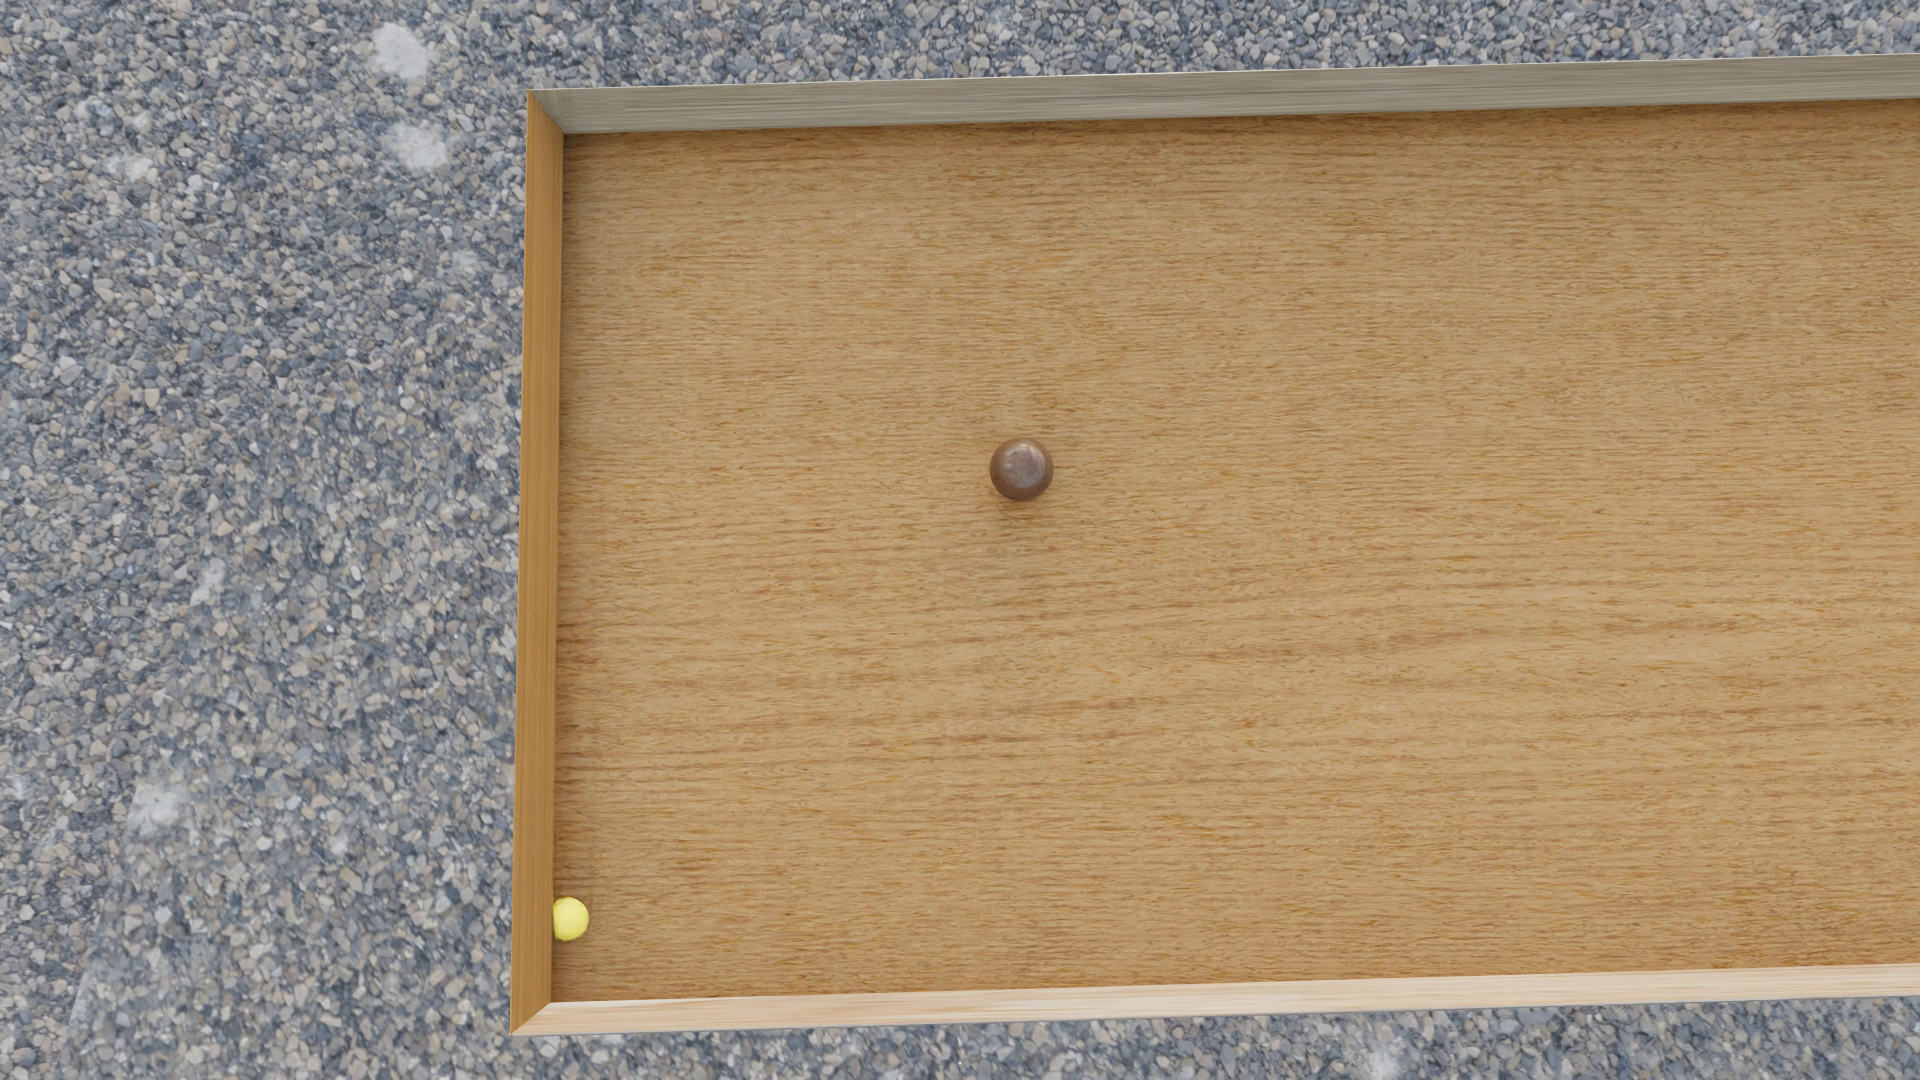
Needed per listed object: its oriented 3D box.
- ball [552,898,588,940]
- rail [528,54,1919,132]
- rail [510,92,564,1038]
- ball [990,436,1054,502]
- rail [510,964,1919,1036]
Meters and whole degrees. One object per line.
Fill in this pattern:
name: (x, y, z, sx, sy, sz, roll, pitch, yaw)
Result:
ball: (-0.571, 0.551, 3.197, 0.061, 0.061, 0.061, 0, 77, 0)
rail: (0.629, -0.694, 3.459, 2.594, 0.127, 0.045, -2, 77, 0)
rail: (-0.625, 0.011, 3.291, 0.045, 0.127, 1.427, -2, 77, 0)
ball: (0.093, -0.107, 3.335, 0.098, 0.098, 0.098, 0, 77, 0)
rail: (0.668, 0.647, 3.140, 2.594, 0.127, 0.045, -2, 77, 0)
